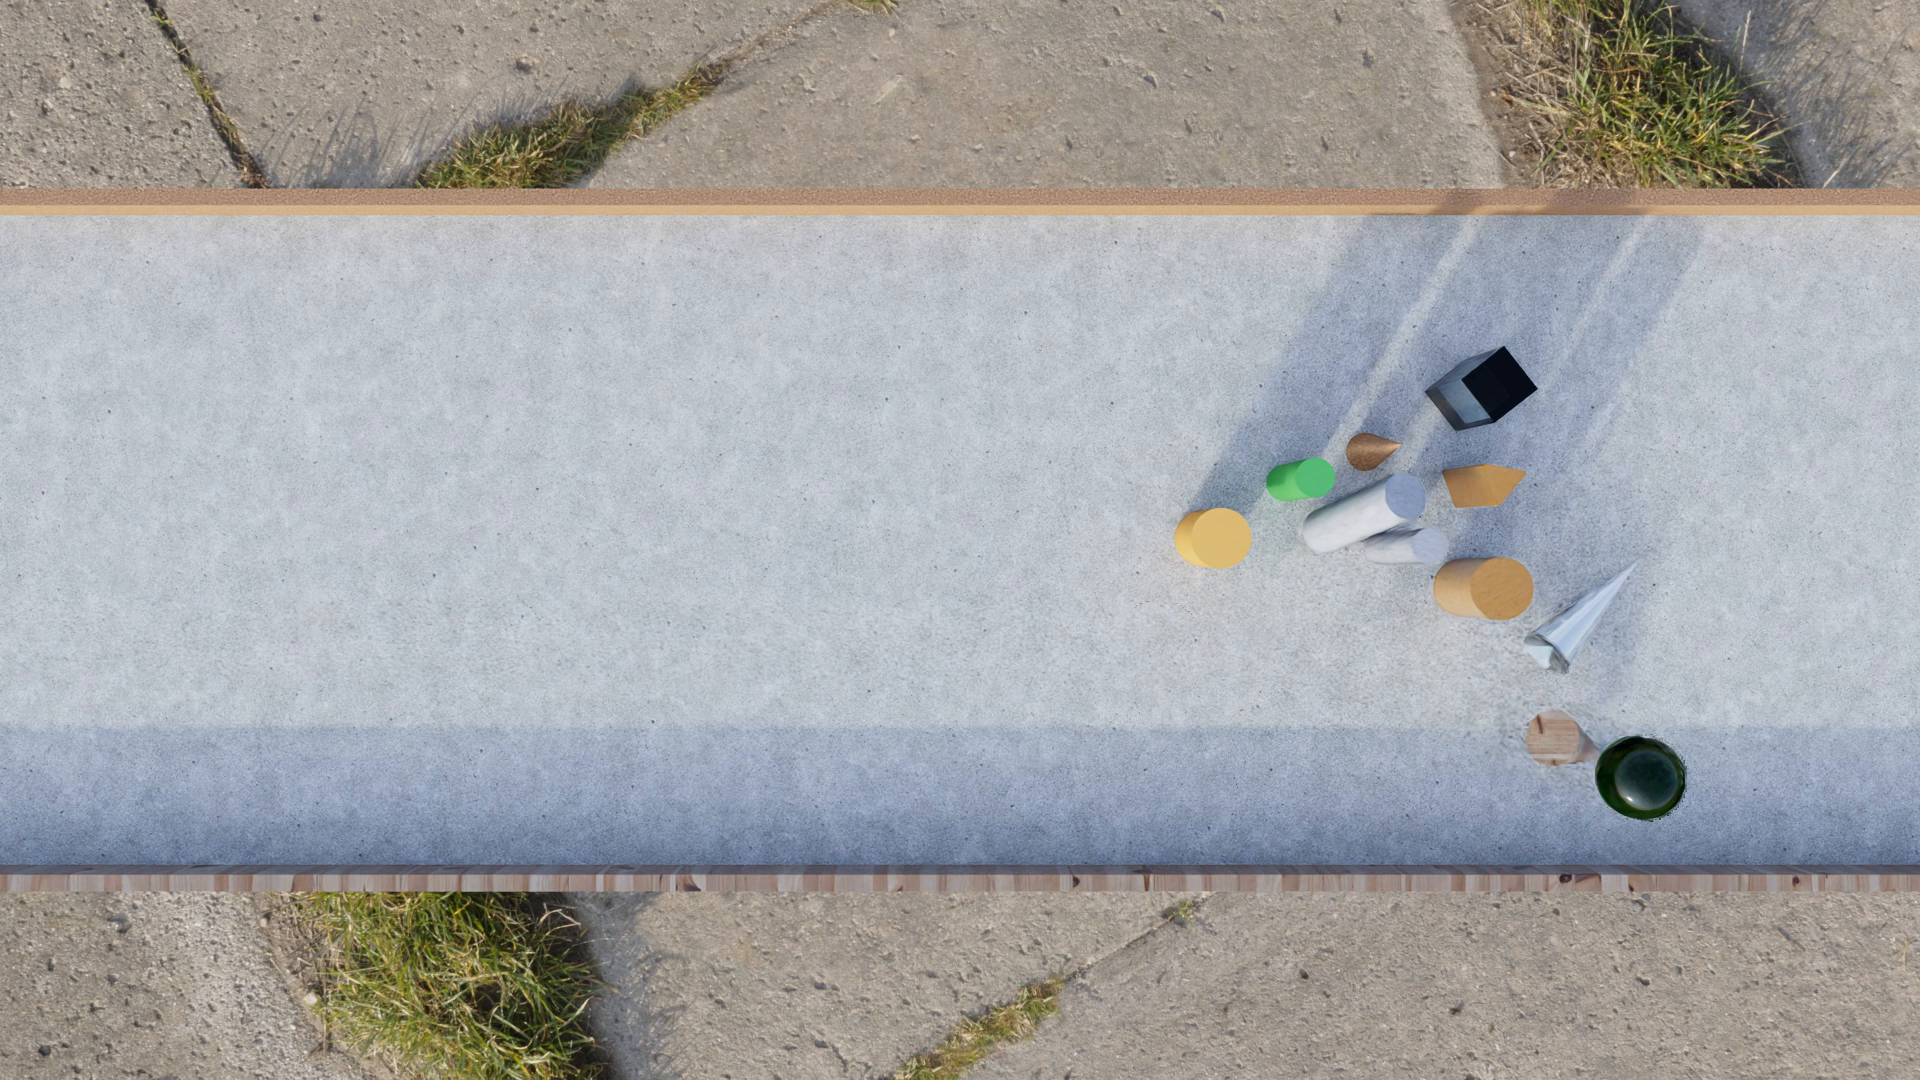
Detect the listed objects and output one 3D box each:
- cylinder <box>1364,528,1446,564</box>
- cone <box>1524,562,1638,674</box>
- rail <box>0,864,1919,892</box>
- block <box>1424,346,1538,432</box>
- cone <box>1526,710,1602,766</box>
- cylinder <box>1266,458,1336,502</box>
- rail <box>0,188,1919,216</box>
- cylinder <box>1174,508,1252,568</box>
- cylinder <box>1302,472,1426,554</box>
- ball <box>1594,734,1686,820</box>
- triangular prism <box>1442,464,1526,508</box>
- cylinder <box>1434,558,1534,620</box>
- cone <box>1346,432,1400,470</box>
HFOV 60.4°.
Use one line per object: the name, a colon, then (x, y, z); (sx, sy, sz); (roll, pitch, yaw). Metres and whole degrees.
cylinder: (1.310, 0.022, 4.870); (0.101, 0.405, 0.101); (0, 89, -5)
cone: (1.926, 0.203, 5.021); (0.446, 0.154, 0.154); (-41, 90, -14)
rail: (-2.247, 1.025, 5.001); (12.000, 0.150, 0.050); (0, 90, 0)
block: (1.539, -0.444, 4.891); (0.157, 0.371, 0.157); (-38, 90, 0)
cone: (1.869, 0.628, 4.967); (0.345, 0.167, 0.167); (20, 90, -39)
cylinder: (0.999, -0.176, 4.856); (0.112, 0.442, 0.112); (0, 90, 0)
rail: (-2.247, -1.025, 5.002); (12.000, 0.150, 0.050); (0, 90, 0)
cylinder: (0.747, -0.005, 4.896); (0.173, 0.362, 0.173); (0, 90, 0)
cylinder: (1.181, -0.074, 4.845); (0.136, 0.445, 0.136); (5, 76, -18)
ball: (1.934, 0.675, 4.691); (0.239, 0.239, 0.239); (0, 90, 0)
triangular prism: (1.526, -0.179, 4.877); (0.107, 0.399, 0.124); (40, 90, 0)
cylinder: (1.544, 0.143, 4.884); (0.180, 0.380, 0.180); (0, 89, 0)
cone: (1.247, -0.271, 4.864); (0.118, 0.425, 0.118); (0, 90, 0)
